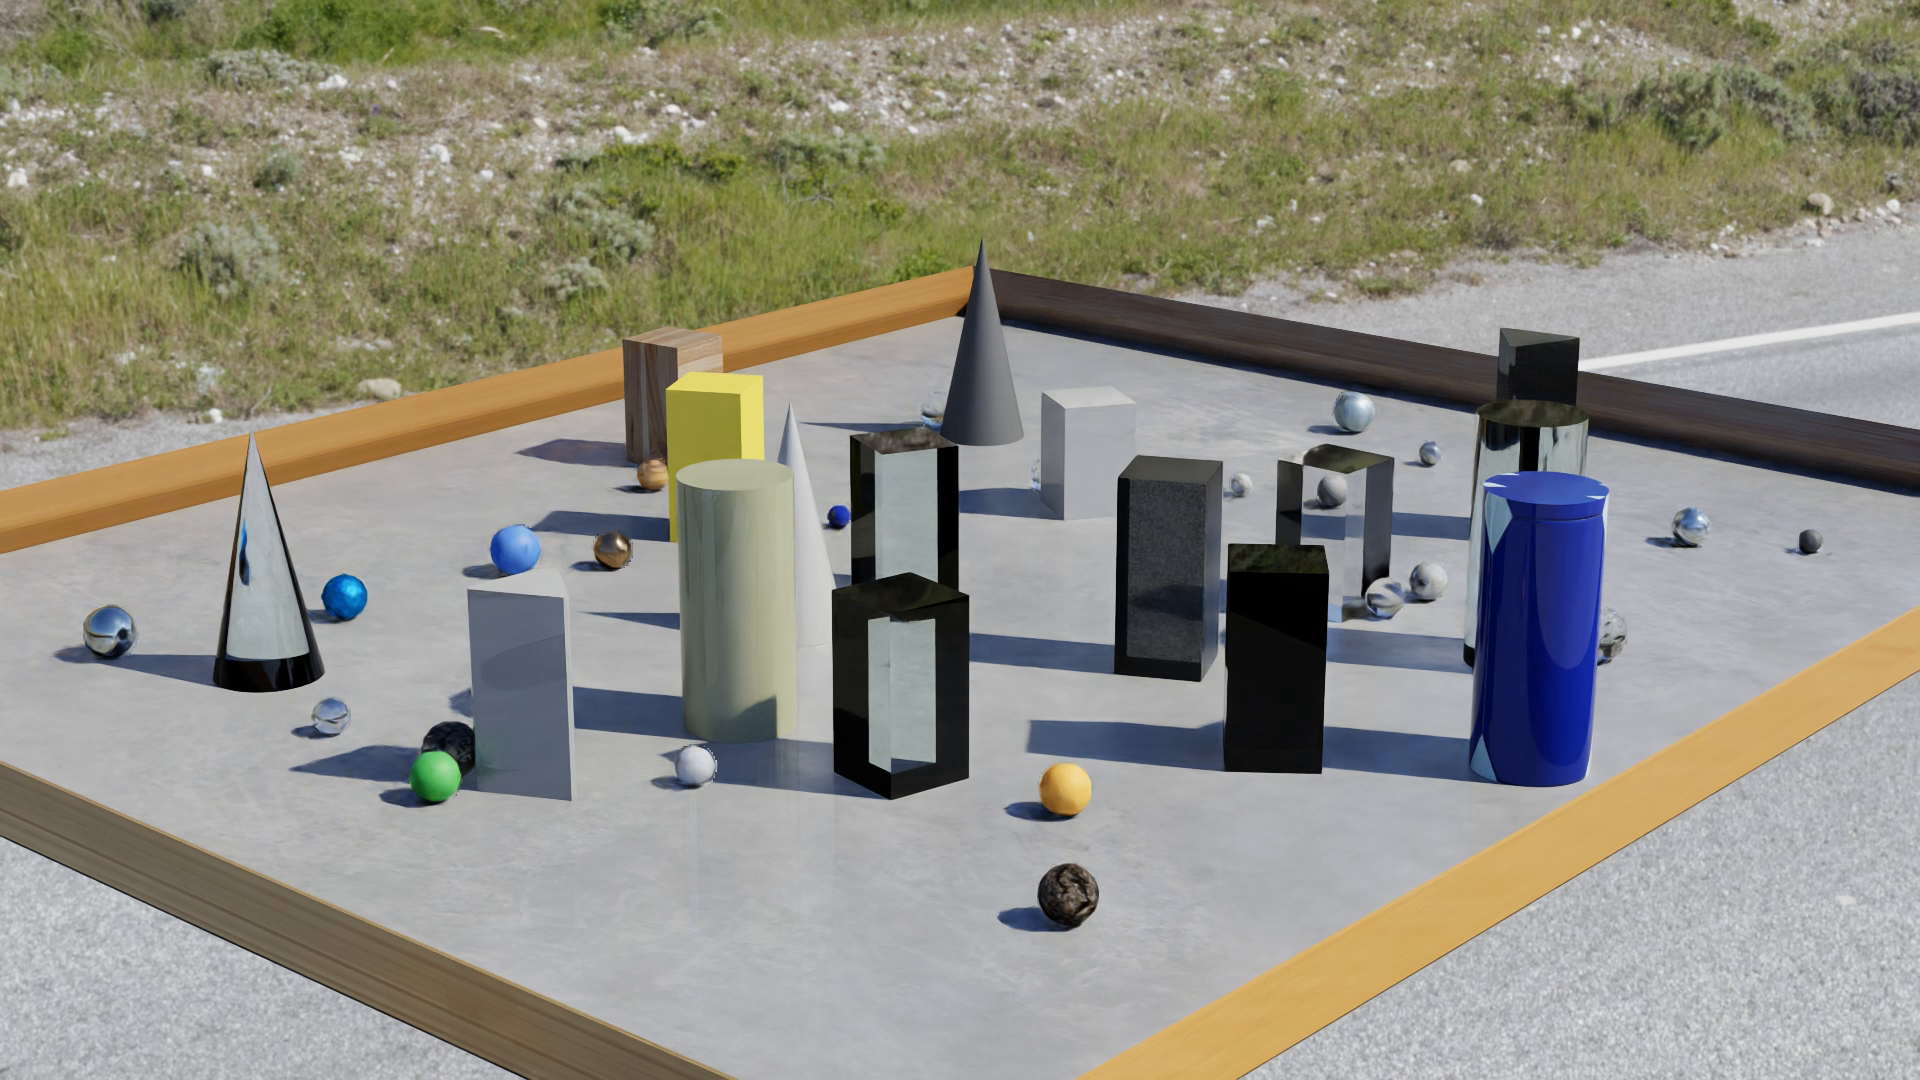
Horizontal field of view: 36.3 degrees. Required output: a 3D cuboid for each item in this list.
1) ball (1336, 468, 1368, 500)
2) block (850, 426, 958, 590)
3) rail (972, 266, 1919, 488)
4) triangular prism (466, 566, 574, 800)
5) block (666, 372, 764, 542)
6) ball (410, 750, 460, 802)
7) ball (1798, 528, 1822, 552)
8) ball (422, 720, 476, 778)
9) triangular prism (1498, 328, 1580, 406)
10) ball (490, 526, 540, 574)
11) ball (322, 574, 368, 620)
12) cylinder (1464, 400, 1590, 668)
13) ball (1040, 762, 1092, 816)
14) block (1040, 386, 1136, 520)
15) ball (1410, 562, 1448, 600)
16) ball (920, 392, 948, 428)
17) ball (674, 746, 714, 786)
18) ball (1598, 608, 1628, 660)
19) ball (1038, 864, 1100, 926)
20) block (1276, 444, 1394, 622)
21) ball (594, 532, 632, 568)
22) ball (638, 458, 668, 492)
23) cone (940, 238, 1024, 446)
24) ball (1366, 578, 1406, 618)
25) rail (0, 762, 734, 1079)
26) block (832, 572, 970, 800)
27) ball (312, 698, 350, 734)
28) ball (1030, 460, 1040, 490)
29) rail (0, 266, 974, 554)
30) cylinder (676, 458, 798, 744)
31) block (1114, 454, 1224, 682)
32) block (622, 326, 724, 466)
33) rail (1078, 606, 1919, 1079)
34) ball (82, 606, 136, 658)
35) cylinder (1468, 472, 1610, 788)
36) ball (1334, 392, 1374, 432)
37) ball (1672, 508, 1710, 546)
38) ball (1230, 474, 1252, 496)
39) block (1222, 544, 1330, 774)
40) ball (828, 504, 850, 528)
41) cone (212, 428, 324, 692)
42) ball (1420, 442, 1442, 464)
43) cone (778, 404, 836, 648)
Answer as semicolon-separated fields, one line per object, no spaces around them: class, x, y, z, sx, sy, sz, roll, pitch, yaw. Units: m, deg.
ball;0.759;-0.108;5.670;0.061;0.061;0.061;0;17;0
block;-0.096;-0.035;5.049;0.141;0.282;0.141;-8;18;-24
rail;1.113;-0.343;6.348;2.906;0.115;0.045;14;22;39
triangular prism;-0.606;0.202;4.227;0.153;0.306;0.133;5;18;15
block;-0.449;-0.150;5.412;0.141;0.290;0.141;4;17;12
ball;-0.749;0.337;4.183;0.072;0.072;0.072;0;17;0
ball;1.549;0.001;5.339;0.043;0.043;0.043;0;17;0
ball;-0.740;0.305;4.264;0.085;0.085;0.085;0;17;0
triangular prism;1.035;-0.199;5.436;0.153;0.371;0.133;-9;19;-26
ball;-0.790;0.018;5.207;0.088;0.088;0.088;0;17;0
ball;-1.043;0.096;4.971;0.076;0.076;0.076;0;17;0
cylinder;0.908;-0.003;4.712;0.177;0.415;0.177;0;17;0
ball;0.149;0.351;4.131;0.075;0.075;0.075;0;17;0
block;0.244;-0.167;5.591;0.141;0.219;0.141;-5;18;-16
ball;0.810;0.071;5.072;0.066;0.066;0.066;0;17;0
ball;-0.049;-0.276;6.198;0.074;0.074;0.074;0;17;0
ball;-0.384;0.327;4.240;0.058;0.058;0.058;0;17;0
ball;1.041;0.152;4.765;0.087;0.087;0.087;0;17;0
ball;0.140;0.456;3.777;0.079;0.079;0.079;0;17;0
block;0.639;-0.014;5.013;0.141;0.261;0.141;14;22;39
ball;-0.622;0.018;5.243;0.067;0.067;0.067;0;17;0
ball;-0.599;-0.127;5.728;0.063;0.063;0.063;0;17;0
cone;0.046;-0.422;6.079;0.177;0.423;0.177;0;17;0
ball;0.723;0.097;4.981;0.067;0.067;0.067;0;17;0
rail;-1.113;0.401;3.895;2.906;0.115;0.045;14;22;39
block;-0.086;0.209;4.245;0.141;0.280;0.141;-13;21;-36
ball;-0.953;0.267;4.441;0.056;0.056;0.056;0;17;0
ball;0.172;-0.126;5.696;0.071;0.071;0.071;0;17;0
rail;-1.079;-0.243;6.019;0.045;0.115;3.442;14;22;39
cylinder;-0.336;0.091;4.437;0.177;0.396;0.177;0;17;0
block;0.335;0.044;4.707;0.141;0.328;0.141;5;18;15
block;-0.577;-0.286;5.923;0.141;0.254;0.141;11;20;33
rail;1.079;0.301;4.225;0.045;0.115;3.442;14;22;39
ball;-1.385;0.150;4.776;0.086;0.086;0.086;0;17;0
cylinder;0.839;0.129;4.261;0.177;0.426;0.177;0;17;0
ball;0.828;-0.269;6.159;0.085;0.085;0.085;0;17;0
ball;1.342;-0.025;5.382;0.069;0.069;0.069;0;17;0
ball;0.547;-0.107;5.698;0.042;0.042;0.042;0;17;0
block;0.463;0.174;4.316;0.141;0.307;0.141;1;17;4
ball;-0.226;-0.045;5.490;0.044;0.044;0.044;0;17;0
cone;-1.109;0.019;4.649;0.177;0.410;0.177;0;17;0
ball;0.949;-0.175;5.913;0.046;0.046;0.046;0;17;0
cone;-0.278;-0.039;4.859;0.177;0.398;0.177;0;17;0
